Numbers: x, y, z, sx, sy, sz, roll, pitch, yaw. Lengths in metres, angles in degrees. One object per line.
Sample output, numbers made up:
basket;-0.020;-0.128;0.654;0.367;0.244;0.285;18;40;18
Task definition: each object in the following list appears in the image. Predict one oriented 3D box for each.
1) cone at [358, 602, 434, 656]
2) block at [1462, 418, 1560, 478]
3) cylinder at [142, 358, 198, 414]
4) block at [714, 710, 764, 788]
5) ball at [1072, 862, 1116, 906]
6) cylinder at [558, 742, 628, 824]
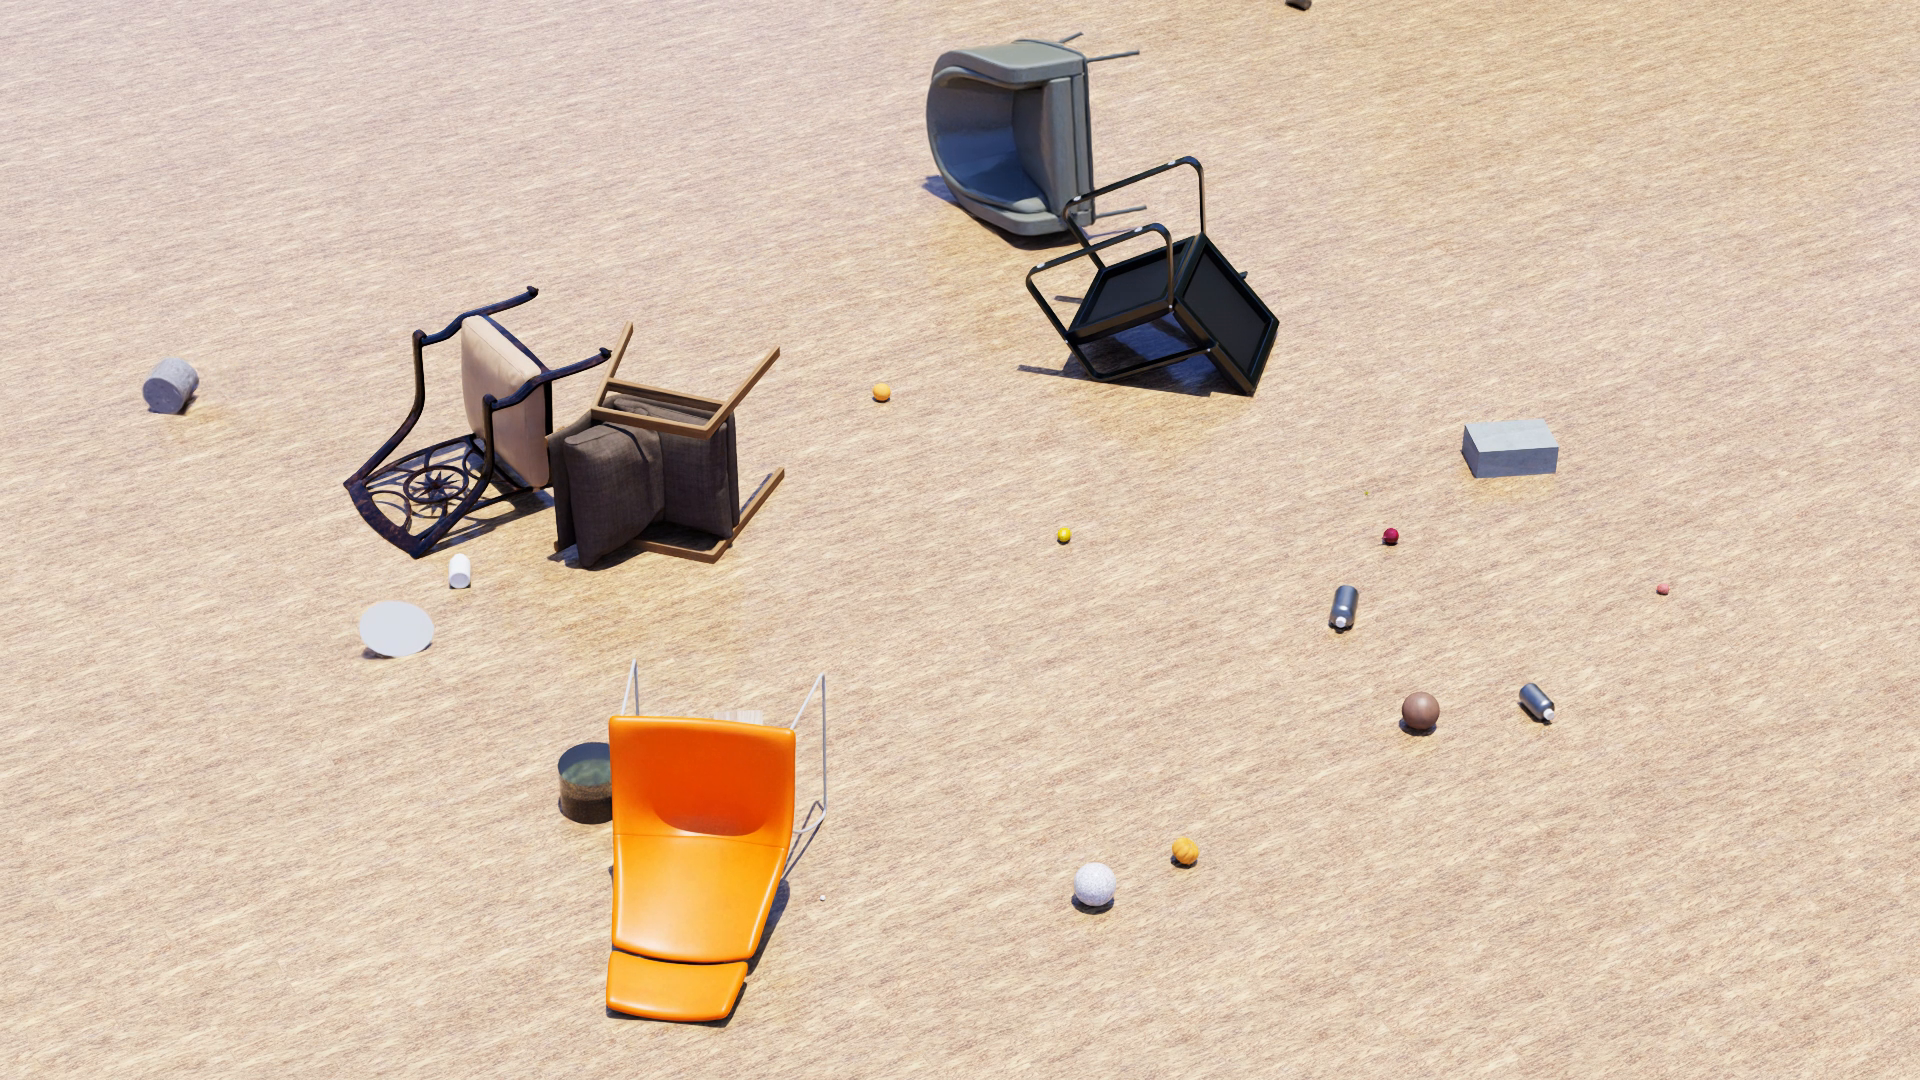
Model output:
cone;-2.018;0.309;10.393;0.264;0.194;0.189;6;0;-23
block;2.134;-0.355;11.373;0.315;0.121;0.212;-4;34;-6
cylinder;-3.156;-0.617;11.729;0.162;0.171;0.164;-37;19;29
block;-0.731;0.692;9.722;0.161;0.190;0.165;-2;33;-3
ball;0.422;1.078;9.183;0.137;0.137;0.137;0;33;0
cylinder;-1.200;0.795;9.592;0.220;0.160;0.235;-2;33;-3
